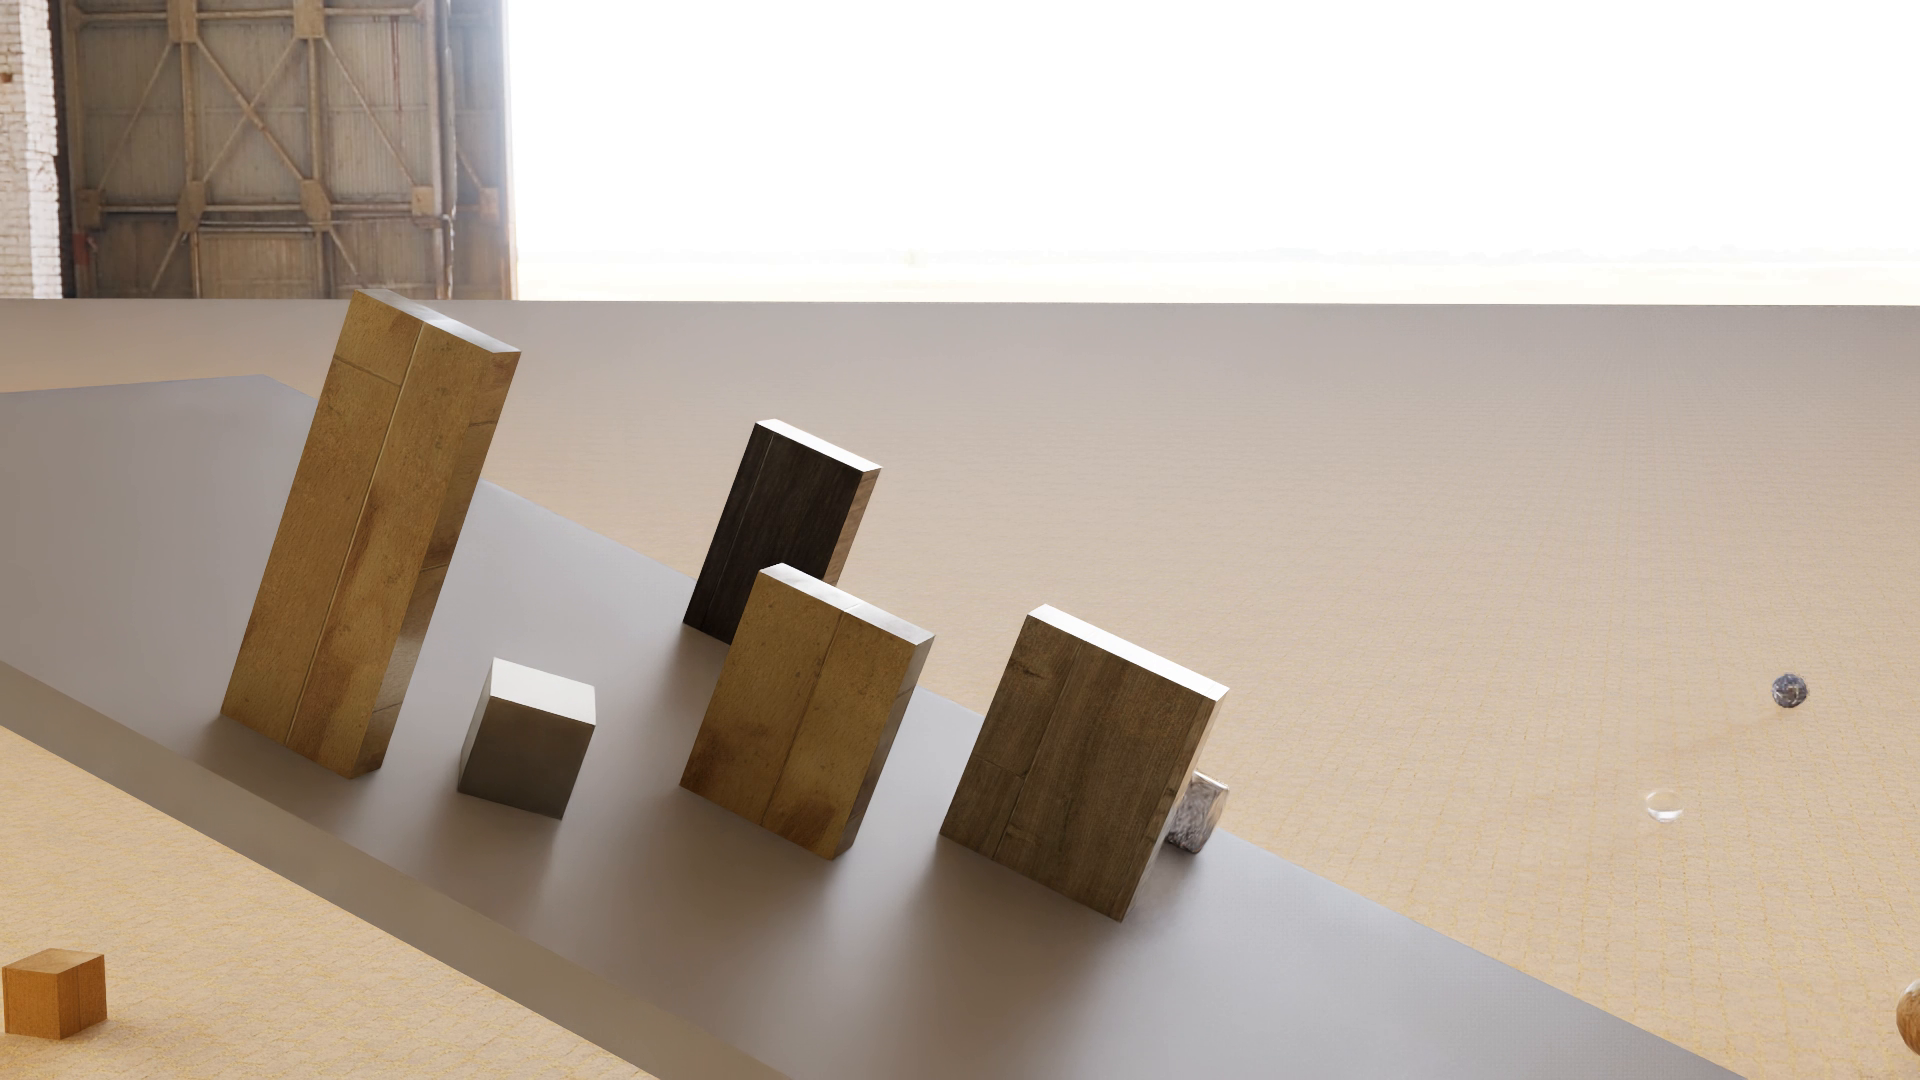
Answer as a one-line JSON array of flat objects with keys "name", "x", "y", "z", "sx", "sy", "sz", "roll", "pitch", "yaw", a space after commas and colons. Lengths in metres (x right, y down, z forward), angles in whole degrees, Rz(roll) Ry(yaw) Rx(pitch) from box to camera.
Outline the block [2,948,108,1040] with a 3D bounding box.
[{"name": "block", "x": -2.229, "y": 1.116, "z": 5.417, "sx": 0.165, "sy": 0.165, "sz": 0.165, "roll": 2, "pitch": 7, "yaw": 19}]

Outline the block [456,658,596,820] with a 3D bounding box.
[{"name": "block", "x": -0.735, "y": 0.336, "z": 3.731, "sx": 0.180, "sy": 0.180, "sz": 0.180, "roll": 18, "pitch": 13, "yaw": -15}]

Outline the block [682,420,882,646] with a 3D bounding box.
[{"name": "block", "x": -0.399, "y": 0.011, "z": 4.914, "sx": 0.272, "sy": 0.489, "sz": 0.118, "roll": 25, "pitch": 13, "yaw": 13}]

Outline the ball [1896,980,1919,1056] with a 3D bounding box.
[{"name": "ball", "x": 2.310, "y": 1.125, "z": 5.160, "sx": 0.209, "sy": 0.209, "sz": 0.209, "roll": 0, "pitch": 7, "yaw": 0}]

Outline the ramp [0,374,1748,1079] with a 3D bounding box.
[{"name": "ramp", "x": -0.308, "y": 0.546, "z": 4.195, "sx": 4.000, "sy": 0.100, "sz": 2.000, "roll": 25, "pitch": 13, "yaw": 13}]

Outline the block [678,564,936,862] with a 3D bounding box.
[{"name": "block", "x": -0.279, "y": 0.310, "z": 3.998, "sx": 0.320, "sy": 0.434, "sz": 0.112, "roll": 25, "pitch": 13, "yaw": 13}]

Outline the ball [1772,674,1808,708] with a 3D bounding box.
[{"name": "ball", "x": 3.549, "y": 0.647, "z": 9.410, "sx": 0.146, "sy": 0.146, "sz": 0.146, "roll": 0, "pitch": 7, "yaw": 0}]

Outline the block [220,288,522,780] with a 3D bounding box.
[{"name": "block", "x": -0.949, "y": -0.008, "z": 3.524, "sx": 0.258, "sy": 0.741, "sz": 0.092, "roll": 25, "pitch": 13, "yaw": 13}]

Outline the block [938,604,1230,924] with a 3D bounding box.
[{"name": "block", "x": 0.237, "y": 0.429, "z": 4.254, "sx": 0.395, "sy": 0.477, "sz": 0.130, "roll": 25, "pitch": 13, "yaw": 13}]

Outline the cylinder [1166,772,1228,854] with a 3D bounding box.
[{"name": "cylinder", "x": 0.473, "y": 0.572, "z": 4.765, "sx": 0.160, "sy": 0.160, "sz": 0.160, "roll": 26, "pitch": 16, "yaw": 18}]

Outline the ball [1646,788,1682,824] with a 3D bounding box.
[{"name": "ball", "x": 2.377, "y": 0.900, "z": 7.422, "sx": 0.118, "sy": 0.118, "sz": 0.118, "roll": 0, "pitch": 7, "yaw": 0}]
